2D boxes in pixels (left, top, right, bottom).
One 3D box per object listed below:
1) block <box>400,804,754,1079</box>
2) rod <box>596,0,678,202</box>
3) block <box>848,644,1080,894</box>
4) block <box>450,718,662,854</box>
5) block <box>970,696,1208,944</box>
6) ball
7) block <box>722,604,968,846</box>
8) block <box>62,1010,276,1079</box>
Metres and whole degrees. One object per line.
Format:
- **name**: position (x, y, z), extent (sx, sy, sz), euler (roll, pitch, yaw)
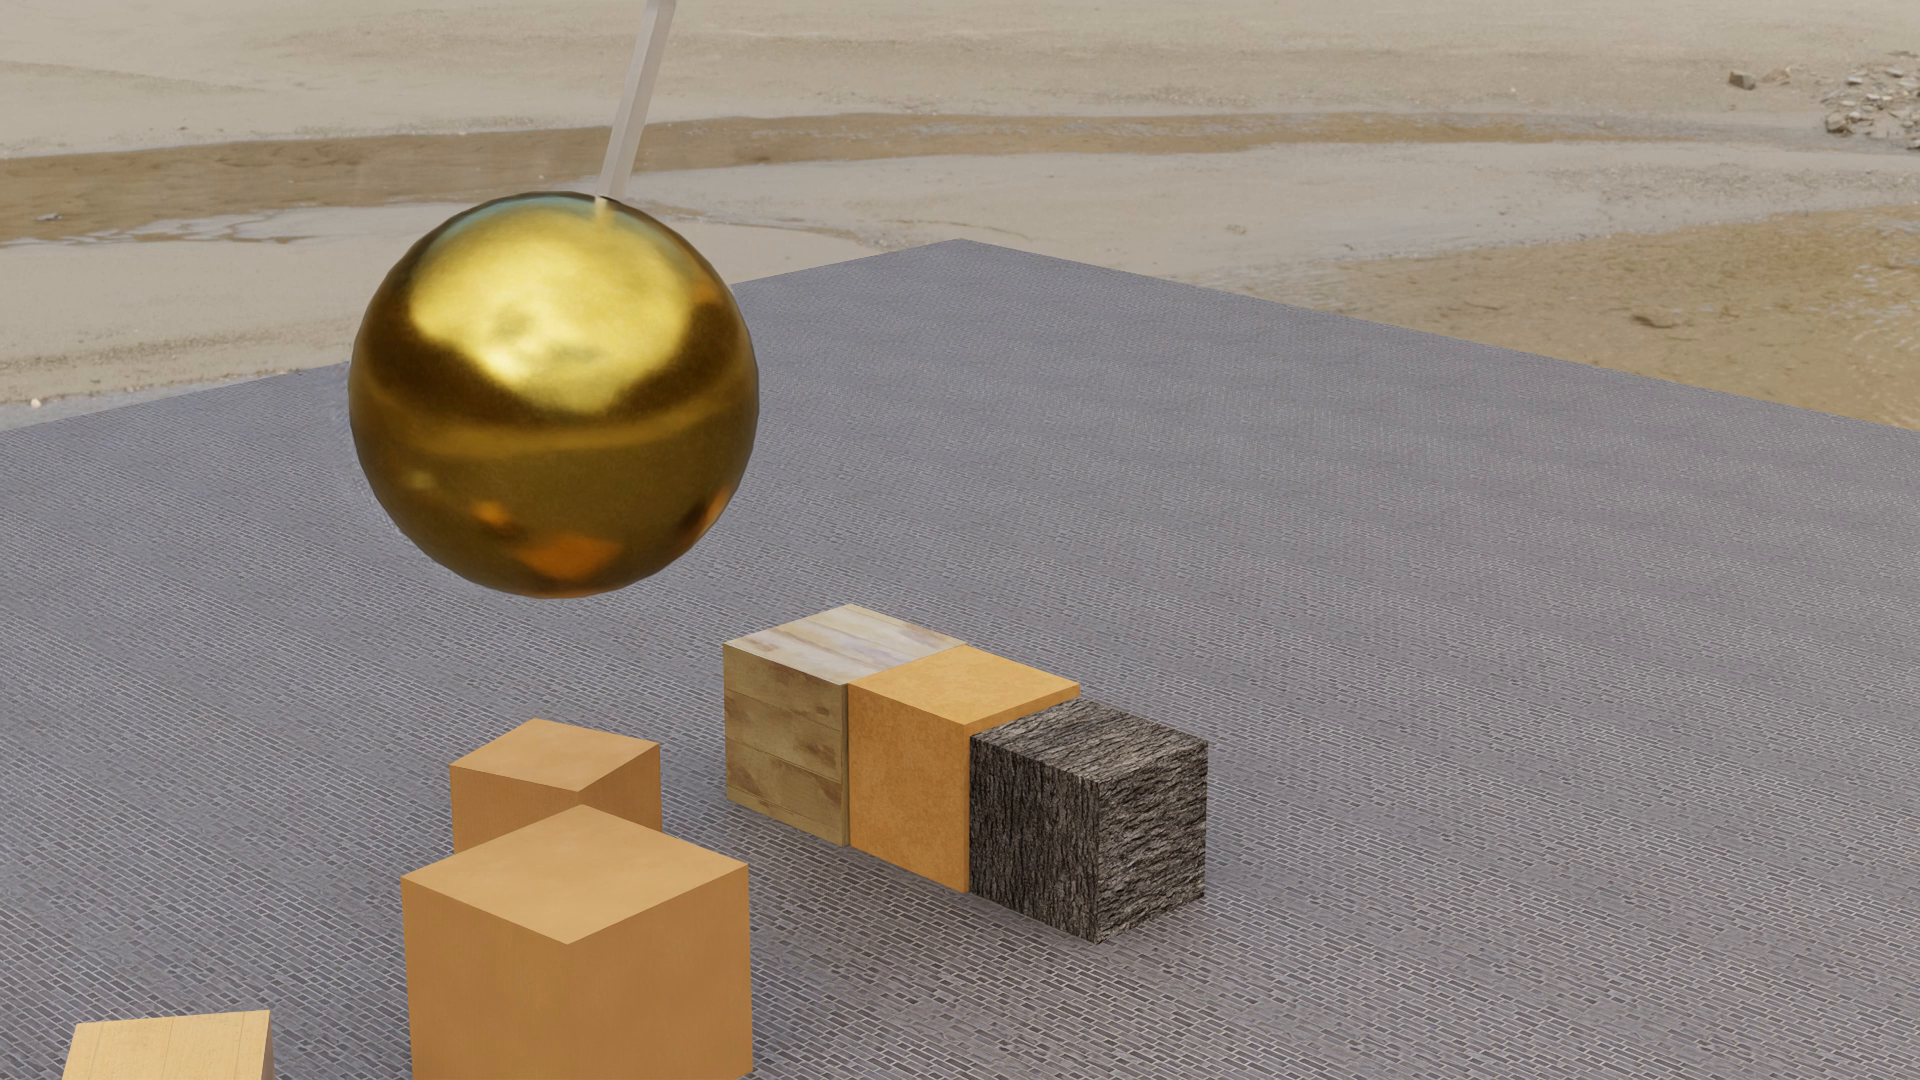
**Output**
- **block**: position (-1.485, 1.700, 11.449), extent (0.941, 0.891, 0.945), euler (14, 22, 38)
- **rod**: position (-0.687, -3.844, 11.413), extent (0.080, 5.200, 0.080), euler (17, 2, 42)
- **block**: position (0.018, 1.049, 13.648), extent (0.754, 0.815, 0.761), euler (-17, 24, -42)
- **block**: position (-1.827, 1.256, 13.330), extent (0.692, 0.611, 0.656), euler (9, 19, 26)
- **block**: position (0.572, 1.241, 13.137), extent (0.712, 0.755, 0.785), euler (-17, 24, -42)
- **ball**: position (-1.586, -0.566, 11.502), extent (1.600, 1.600, 1.600), euler (0, 17, 0)
- **block**: position (-0.550, 0.879, 14.203), extent (0.838, 0.807, 0.829), euler (-17, 24, -42)
- **block**: position (-2.806, 2.137, 10.457), extent (0.683, 0.651, 0.637), euler (-3, 18, -9)
